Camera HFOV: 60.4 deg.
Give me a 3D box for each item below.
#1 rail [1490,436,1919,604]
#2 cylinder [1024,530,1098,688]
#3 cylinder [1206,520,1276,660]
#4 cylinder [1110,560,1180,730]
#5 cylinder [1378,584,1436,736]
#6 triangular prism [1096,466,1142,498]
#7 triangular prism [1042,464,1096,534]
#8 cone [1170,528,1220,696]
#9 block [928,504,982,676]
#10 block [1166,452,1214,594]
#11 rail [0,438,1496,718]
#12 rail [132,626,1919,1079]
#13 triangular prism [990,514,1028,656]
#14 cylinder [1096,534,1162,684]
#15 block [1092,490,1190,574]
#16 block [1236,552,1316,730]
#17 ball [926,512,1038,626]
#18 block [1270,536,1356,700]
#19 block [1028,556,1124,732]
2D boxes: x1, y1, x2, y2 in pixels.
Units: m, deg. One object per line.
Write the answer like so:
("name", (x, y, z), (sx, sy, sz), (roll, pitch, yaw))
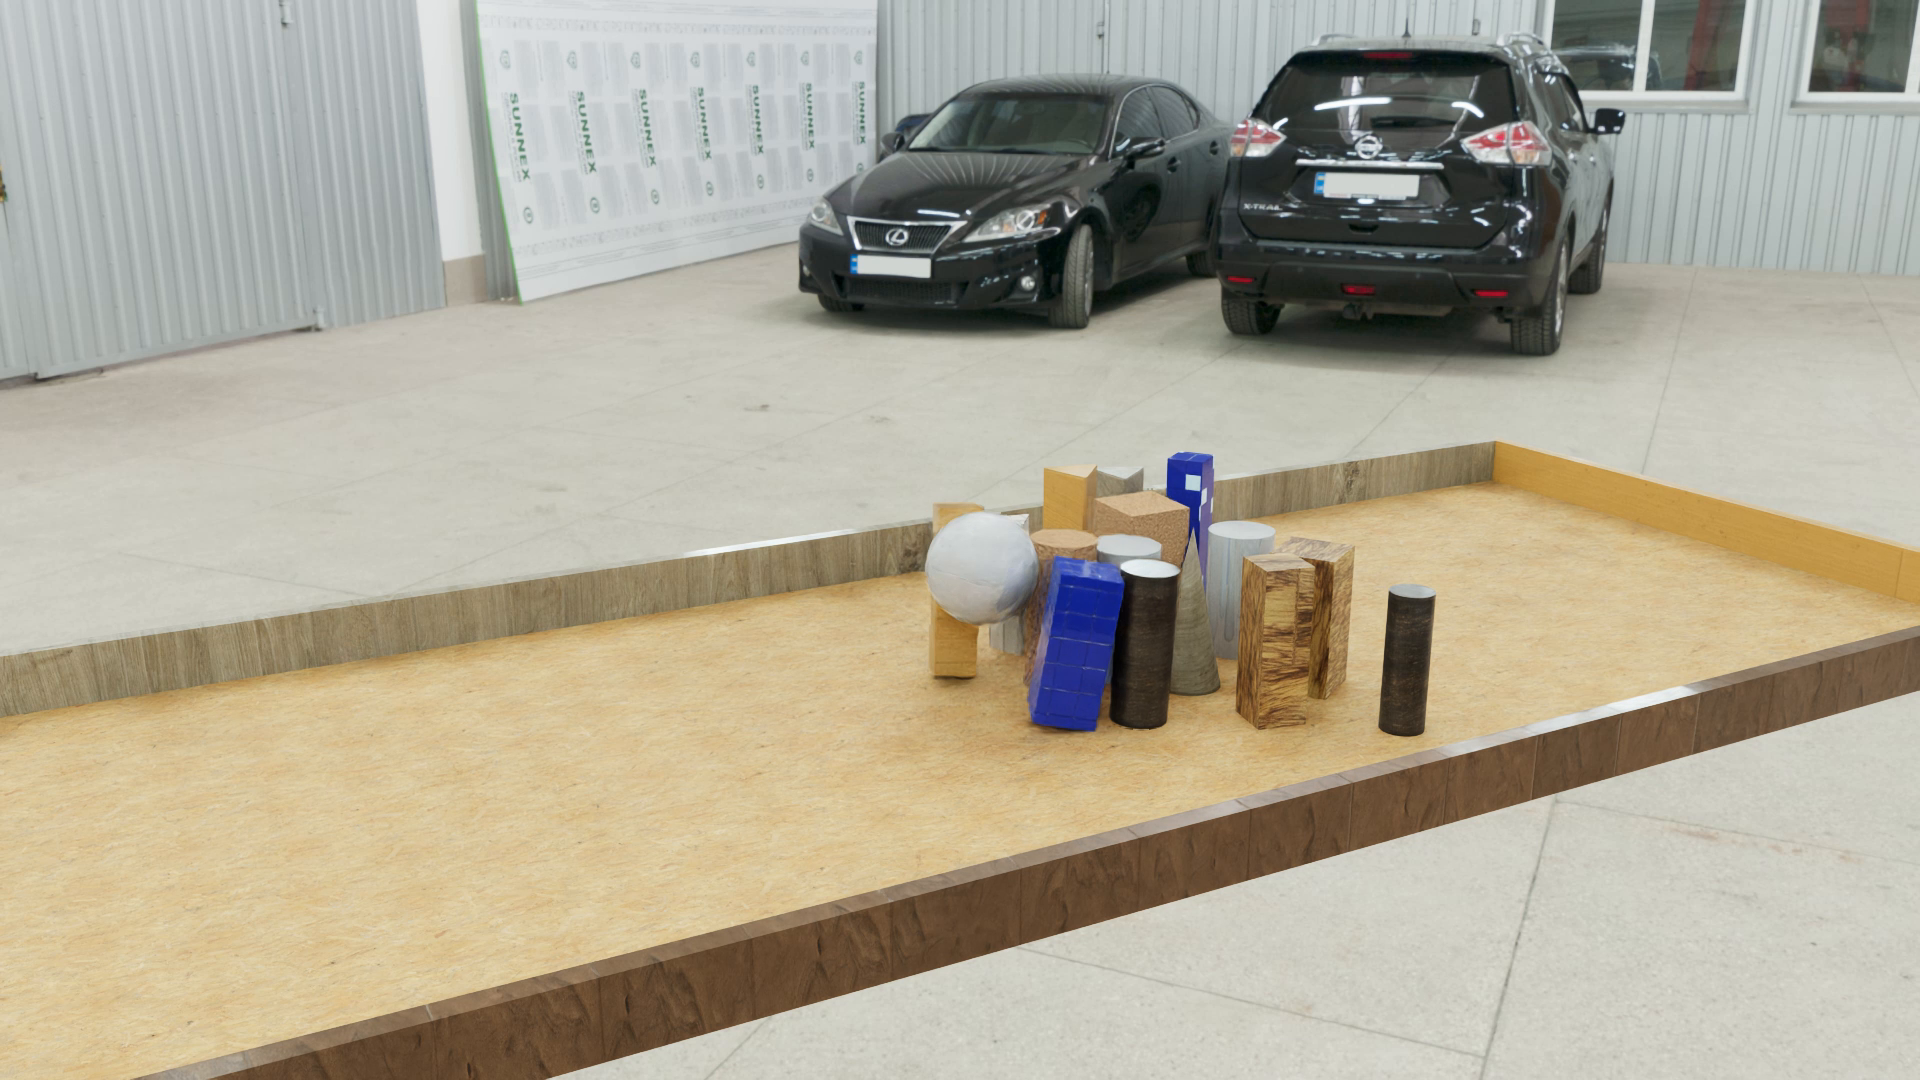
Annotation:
("rail", (2.466, -0.048, 5.253), (0.050, 0.150, 2.100), (-9, 18, -27))
("cylinder", (0.248, 0.177, 4.076), (0.165, 0.377, 0.165), (2, 16, -1))
("cylinder", (0.732, 0.131, 4.327), (0.173, 0.328, 0.173), (0, 16, 0))
("cylinder", (0.430, 0.243, 3.856), (0.137, 0.372, 0.137), (3, 17, -1))
("cylinder", (1.033, 0.278, 3.812), (0.105, 0.337, 0.105), (0, 16, 0))
("triangular prism", (0.485, -0.039, 4.877), (0.133, 0.345, 0.153), (-11, 20, -33))
("triangular prism", (0.332, 0.001, 4.613), (0.132, 0.416, 0.152), (-16, 22, -42))
("cone", (0.568, 0.163, 4.072), (0.167, 0.410, 0.167), (0, 16, 0))
("block", (-0.013, 0.124, 4.149), (0.107, 0.424, 0.107), (1, 6, -9))
("block", (0.631, -0.007, 4.565), (0.100, 0.459, 0.100), (8, 18, 26))
("rail", (-3.305, 0.497, 3.399), (12.000, 0.150, 0.050), (-9, 18, -27))
("rail", (-2.336, 1.006, 1.665), (12.000, 0.150, 0.050), (-9, 18, -27))
("triangular prism", (0.148, 0.113, 4.338), (0.106, 0.357, 0.091), (14, 21, 39))
("cylinder", (0.408, 0.175, 4.150), (0.179, 0.340, 0.179), (1, 17, 0))
("block", (0.469, 0.090, 4.345), (0.179, 0.391, 0.179), (-9, 20, -26))
("block", (0.737, 0.236, 3.865), (0.122, 0.388, 0.122), (-5, 17, -16))
("ball", (0.053, 0.068, 3.953), (0.272, 0.272, 0.272), (0, 16, 0))
("block", (0.862, 0.191, 4.081), (0.162, 0.352, 0.162), (9, 19, 29))
("block", (0.268, 0.241, 3.841), (0.147, 0.365, 0.147), (8, 15, -5))
